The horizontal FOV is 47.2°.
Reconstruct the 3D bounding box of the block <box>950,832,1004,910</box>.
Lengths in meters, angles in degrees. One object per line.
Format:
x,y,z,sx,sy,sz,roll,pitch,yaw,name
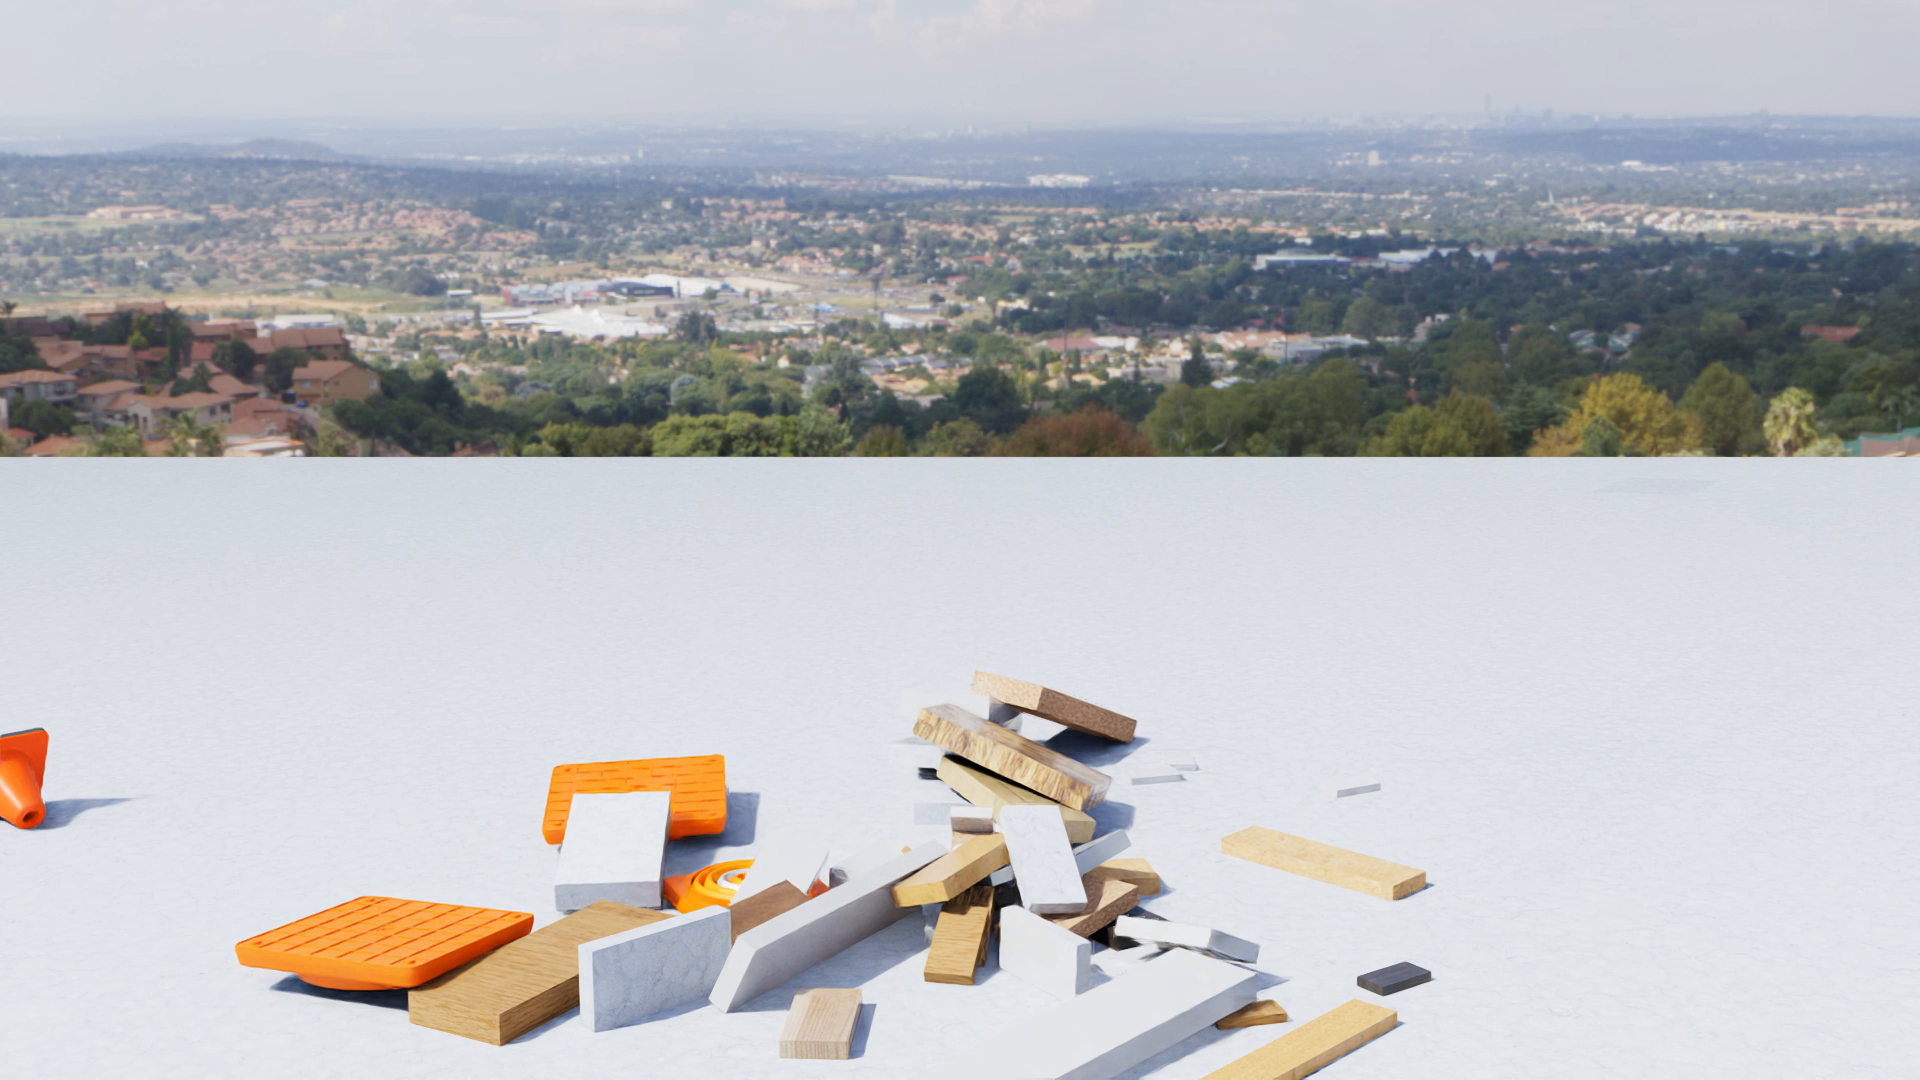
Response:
0.029,0.551,3.672,0.094,0.027,0.188,1,26,5,block

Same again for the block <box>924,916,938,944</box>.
0.003,0.587,3.518,0.094,0.027,0.188,2,21,7,block

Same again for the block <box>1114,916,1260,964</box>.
0.340,0.601,3.306,0.103,0.029,0.207,24,-17,-33,block

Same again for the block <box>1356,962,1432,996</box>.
0.648,0.654,3.282,0.104,0.015,0.052,-8,13,-36,block

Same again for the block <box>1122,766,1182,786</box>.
0.377,0.463,4.312,0.106,0.015,0.053,-3,11,-15,block

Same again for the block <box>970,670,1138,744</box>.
0.194,0.342,4.497,0.174,0.049,0.347,11,-8,40,block

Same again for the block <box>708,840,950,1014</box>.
-0.190,0.583,3.366,0.034,0.121,0.515,36,26,22,block

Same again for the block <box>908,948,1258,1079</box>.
0.168,0.682,2.992,0.143,0.041,0.600,10,17,43,block

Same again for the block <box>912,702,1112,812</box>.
0.099,0.400,4.076,0.347,0.049,0.174,24,6,16,block

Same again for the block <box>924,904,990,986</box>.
-0.004,0.613,3.333,0.073,0.021,0.146,2,34,12,block

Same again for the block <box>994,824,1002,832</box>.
0.077,0.526,3.818,0.143,0.072,0.020,10,47,44,block

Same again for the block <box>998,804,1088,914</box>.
0.129,0.500,3.455,0.095,0.027,0.189,2,45,-20,block

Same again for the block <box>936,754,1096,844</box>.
0.100,0.470,4.005,0.151,0.043,0.302,8,13,-33,block

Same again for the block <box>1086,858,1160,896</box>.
0.222,0.570,3.696,0.207,0.029,0.103,-2,11,-10,block

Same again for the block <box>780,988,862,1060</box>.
-0.195,0.681,3.104,0.095,0.027,0.189,1,11,3,block

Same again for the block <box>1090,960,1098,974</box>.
0.167,0.639,3.364,0.052,0.015,0.104,-3,11,-16,block

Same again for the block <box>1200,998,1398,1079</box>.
0.370,0.721,2.910,0.072,0.020,0.665,10,14,42,block

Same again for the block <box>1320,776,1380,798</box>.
0.753,0.476,4.240,0.106,0.015,0.053,-6,12,-28,block

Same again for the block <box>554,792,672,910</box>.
-0.583,0.522,3.723,0.169,0.048,0.338,-2,19,-4,block

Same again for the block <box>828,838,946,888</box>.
-0.120,0.551,3.718,0.122,0.034,0.243,3,5,18,block

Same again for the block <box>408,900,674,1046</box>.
-0.604,0.638,3.278,0.169,0.048,0.437,6,12,29,block

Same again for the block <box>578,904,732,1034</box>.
-0.438,0.618,3.183,0.243,0.122,0.034,-10,14,-42,block

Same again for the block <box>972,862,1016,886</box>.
0.090,0.522,3.507,0.146,0.021,0.073,-13,0,-32,block

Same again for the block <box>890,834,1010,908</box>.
0.002,0.518,3.470,0.112,0.032,0.223,-16,5,40,block

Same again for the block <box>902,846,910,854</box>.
-0.064,0.551,3.622,0.014,0.095,0.048,-32,22,-9,block

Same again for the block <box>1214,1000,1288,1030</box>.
0.410,0.679,3.148,0.104,0.015,0.052,-3,11,-15,block

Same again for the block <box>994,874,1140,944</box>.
0.170,0.588,3.454,0.112,0.032,0.223,7,19,41,block

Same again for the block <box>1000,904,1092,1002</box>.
0.125,0.616,3.266,0.027,0.094,0.189,-5,12,-34,block

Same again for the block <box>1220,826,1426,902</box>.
0.622,0.554,3.785,0.355,0.028,0.099,10,15,43,block

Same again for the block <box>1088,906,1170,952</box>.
0.228,0.603,3.520,0.103,0.029,0.207,-7,13,-34,block

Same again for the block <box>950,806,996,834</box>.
0.025,0.507,3.779,0.072,0.143,0.020,1,50,6,block

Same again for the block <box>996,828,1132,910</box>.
0.169,0.538,3.580,0.223,0.032,0.112,-21,-6,-45,block

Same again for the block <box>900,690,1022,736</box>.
0.007,0.347,4.401,0.174,0.049,0.347,2,-9,13,block

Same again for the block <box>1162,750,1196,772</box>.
0.439,0.443,4.421,0.053,0.015,0.106,-1,11,-4,block

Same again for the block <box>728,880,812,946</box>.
-0.320,0.597,3.395,0.199,0.028,0.099,-21,33,-33,block

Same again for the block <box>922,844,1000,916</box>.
0.012,0.551,3.538,0.094,0.027,0.188,5,22,16,block

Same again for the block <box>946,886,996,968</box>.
0.010,0.595,3.396,0.073,0.021,0.146,0,38,9,block

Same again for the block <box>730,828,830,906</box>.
-0.290,0.551,3.535,0.099,0.028,0.199,17,35,9,block

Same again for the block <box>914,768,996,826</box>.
-0.005,0.474,4.176,0.151,0.043,0.302,0,11,1,block

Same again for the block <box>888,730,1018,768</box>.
-0.010,0.405,4.289,0.151,0.043,0.302,1,2,21,block
